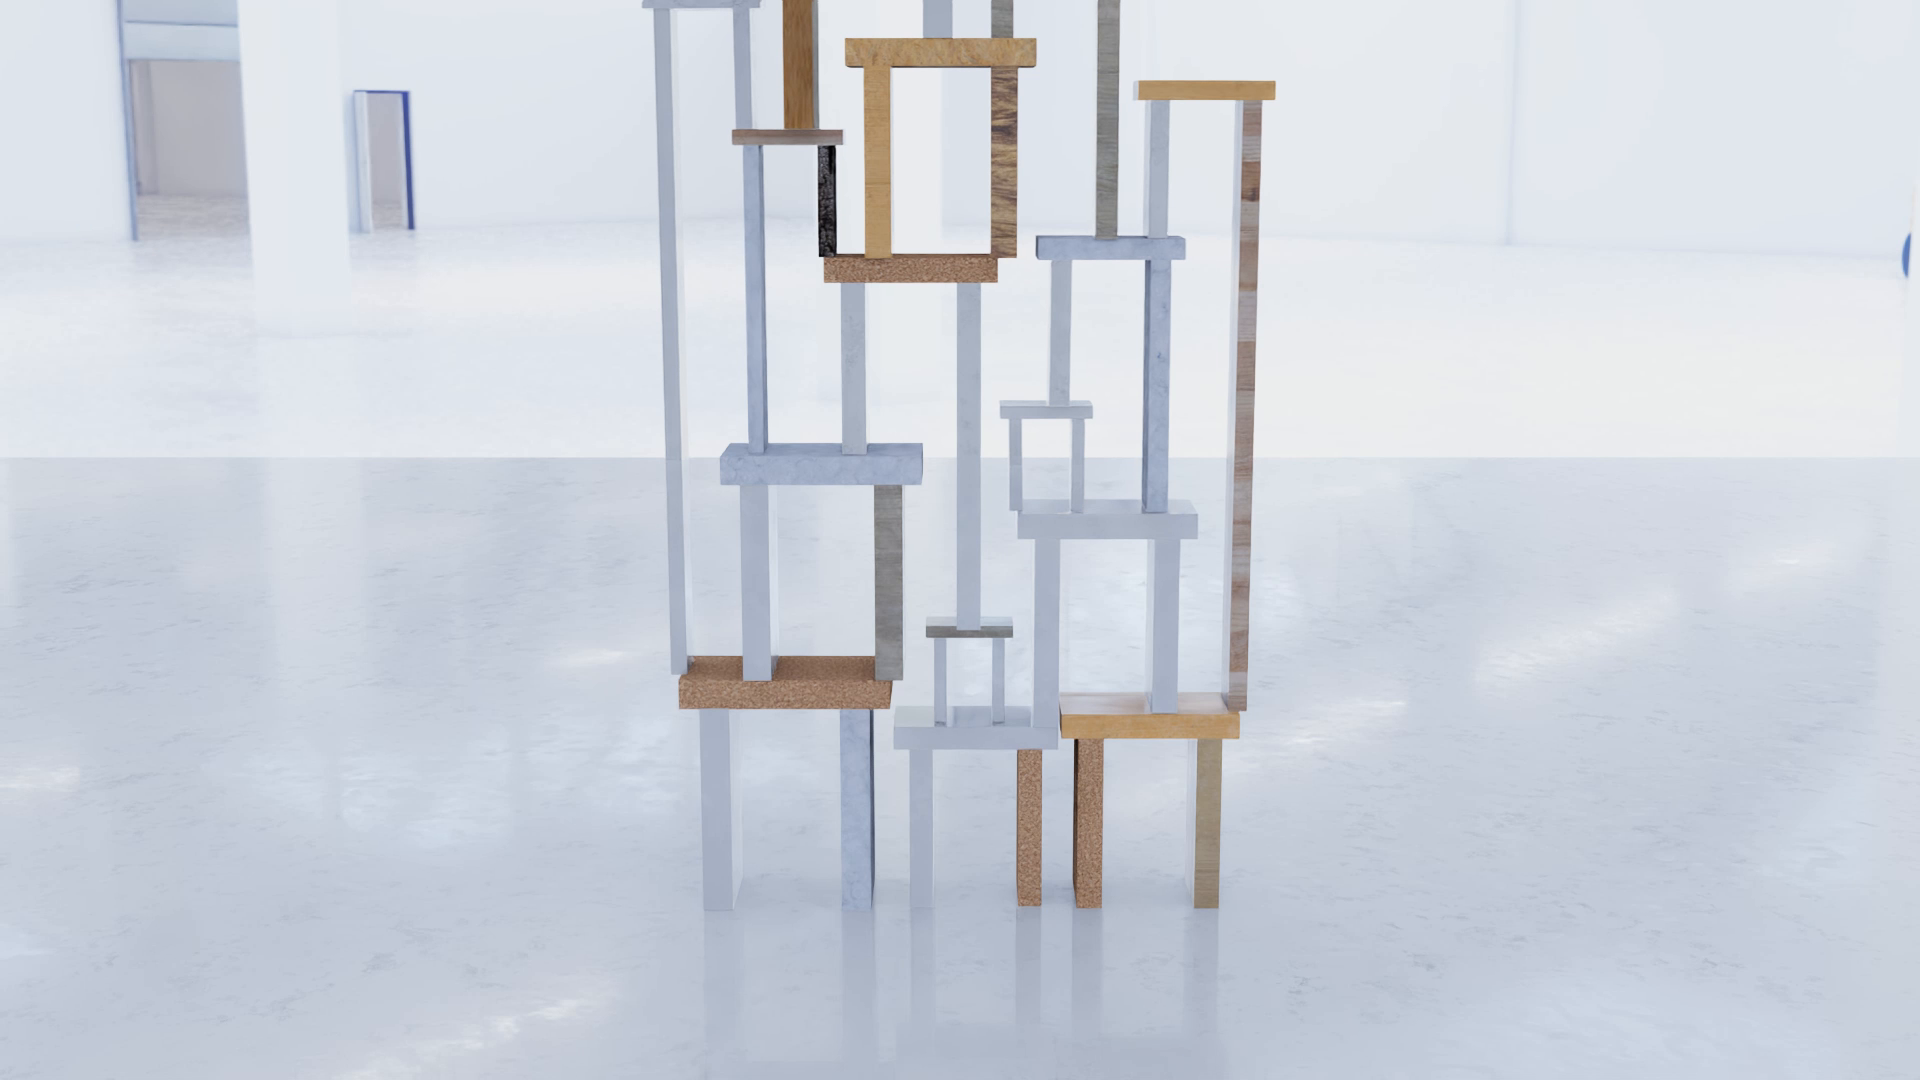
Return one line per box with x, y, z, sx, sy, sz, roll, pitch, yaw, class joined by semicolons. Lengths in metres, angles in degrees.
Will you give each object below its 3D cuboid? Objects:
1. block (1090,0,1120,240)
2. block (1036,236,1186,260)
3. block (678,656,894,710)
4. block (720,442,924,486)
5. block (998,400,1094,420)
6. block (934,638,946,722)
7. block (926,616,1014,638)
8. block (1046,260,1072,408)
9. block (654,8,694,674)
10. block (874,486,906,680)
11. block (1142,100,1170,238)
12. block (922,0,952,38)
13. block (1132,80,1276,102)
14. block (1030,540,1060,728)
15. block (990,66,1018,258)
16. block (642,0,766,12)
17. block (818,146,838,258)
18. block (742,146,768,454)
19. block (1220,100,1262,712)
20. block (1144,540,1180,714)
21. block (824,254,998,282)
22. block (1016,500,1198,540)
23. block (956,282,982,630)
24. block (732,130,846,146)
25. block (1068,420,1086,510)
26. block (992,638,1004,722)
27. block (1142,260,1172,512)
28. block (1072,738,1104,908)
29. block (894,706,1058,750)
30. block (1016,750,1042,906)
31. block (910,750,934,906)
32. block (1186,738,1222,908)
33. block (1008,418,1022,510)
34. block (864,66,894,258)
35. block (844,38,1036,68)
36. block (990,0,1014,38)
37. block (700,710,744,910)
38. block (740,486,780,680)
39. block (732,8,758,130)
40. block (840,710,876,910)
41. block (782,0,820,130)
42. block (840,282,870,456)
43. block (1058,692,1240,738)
0.227;-0.747;3.420;0.035;0.548;0.122;0;11;0;block
0.237;-0.462;3.476;0.230;0.033;0.115;0;11;0;block
-0.282;0.233;3.608;0.338;0.048;0.169;0;11;0;block
-0.219;-0.123;3.534;0.317;0.045;0.158;0;11;0;block
0.137;-0.209;3.519;0.148;0.021;0.074;0;11;0;block
-0.032;0.221;3.602;0.020;0.141;0.071;0;11;0;block
0.015;0.142;3.587;0.141;0.020;0.071;0;11;0;block
0.158;-0.333;3.500;0.033;0.230;0.115;1;11;0;block
-0.455;-0.306;3.506;0.026;1.049;0.091;0;11;0;block
-0.113;0.055;3.567;0.045;0.317;0.158;0;11;0;block
0.308;-0.582;3.452;0.030;0.211;0.106;0;11;0;block
-0.034;-0.933;3.386;0.045;0.317;0.158;0;11;0;block
0.379;-0.701;3.430;0.212;0.030;0.106;0;11;0;block
0.139;0.138;3.590;0.041;0.310;0.143;0;11;0;block
0.068;-0.593;3.448;0.041;0.292;0.146;0;11;0;block
-0.396;-0.835;3.407;0.182;0.026;0.091;0;11;0;block
-0.209;-0.534;3.459;0.024;0.172;0.086;0;11;0;block
-0.324;-0.382;3.487;0.024;0.481;0.086;0;11;0;block
0.450;-0.209;3.522;0.030;0.970;0.106;0;11;0;block
0.330;0.126;3.587;0.041;0.286;0.143;0;11;0;block
-0.076;-0.431;3.481;0.271;0.038;0.135;0;11;0;block
0.234;-0.034;3.557;0.286;0.041;0.143;0;11;0;block
0.014;-0.140;3.535;0.038;0.553;0.135;0;11;0;block
-0.267;-0.630;3.441;0.172;0.024;0.086;0;11;0;block
0.188;-0.126;3.534;0.021;0.148;0.074;0;11;0;block
0.062;0.221;3.602;0.020;0.141;0.071;0;11;0;block
0.314;-0.250;3.515;0.033;0.399;0.115;0;11;0;block
0.212;0.449;3.643;0.041;0.287;0.144;0;11;0;block
0.026;0.309;3.622;0.266;0.038;0.133;0;11;0;block
0.114;0.458;3.650;0.038;0.266;0.133;0;11;0;block
-0.063;0.458;3.650;0.038;0.266;0.133;0;11;0;block
0.403;0.449;3.643;0.041;0.287;0.144;0;10;0;block
0.089;-0.126;3.535;0.021;0.148;0.074;0;11;0;block
-0.126;-0.592;3.447;0.041;0.292;0.146;0;11;0;block
-0.029;-0.756;3.417;0.292;0.041;0.146;0;11;0;block
0.064;-0.897;3.392;0.035;0.244;0.122;0;11;0;block
-0.395;0.423;3.643;0.048;0.338;0.169;0;11;0;block
-0.324;0.055;3.567;0.045;0.317;0.158;0;11;0;block
-0.334;-0.733;3.426;0.026;0.182;0.091;-1;11;0;block
-0.169;0.423;3.643;0.048;0.338;0.169;0;11;0;block
-0.247;-0.866;3.400;0.045;0.453;0.158;0;11;0;block
-0.167;-0.279;3.510;0.038;0.271;0.135;0;11;0;block
0.308;0.288;3.614;0.287;0.041;0.144;0;11;0;block
